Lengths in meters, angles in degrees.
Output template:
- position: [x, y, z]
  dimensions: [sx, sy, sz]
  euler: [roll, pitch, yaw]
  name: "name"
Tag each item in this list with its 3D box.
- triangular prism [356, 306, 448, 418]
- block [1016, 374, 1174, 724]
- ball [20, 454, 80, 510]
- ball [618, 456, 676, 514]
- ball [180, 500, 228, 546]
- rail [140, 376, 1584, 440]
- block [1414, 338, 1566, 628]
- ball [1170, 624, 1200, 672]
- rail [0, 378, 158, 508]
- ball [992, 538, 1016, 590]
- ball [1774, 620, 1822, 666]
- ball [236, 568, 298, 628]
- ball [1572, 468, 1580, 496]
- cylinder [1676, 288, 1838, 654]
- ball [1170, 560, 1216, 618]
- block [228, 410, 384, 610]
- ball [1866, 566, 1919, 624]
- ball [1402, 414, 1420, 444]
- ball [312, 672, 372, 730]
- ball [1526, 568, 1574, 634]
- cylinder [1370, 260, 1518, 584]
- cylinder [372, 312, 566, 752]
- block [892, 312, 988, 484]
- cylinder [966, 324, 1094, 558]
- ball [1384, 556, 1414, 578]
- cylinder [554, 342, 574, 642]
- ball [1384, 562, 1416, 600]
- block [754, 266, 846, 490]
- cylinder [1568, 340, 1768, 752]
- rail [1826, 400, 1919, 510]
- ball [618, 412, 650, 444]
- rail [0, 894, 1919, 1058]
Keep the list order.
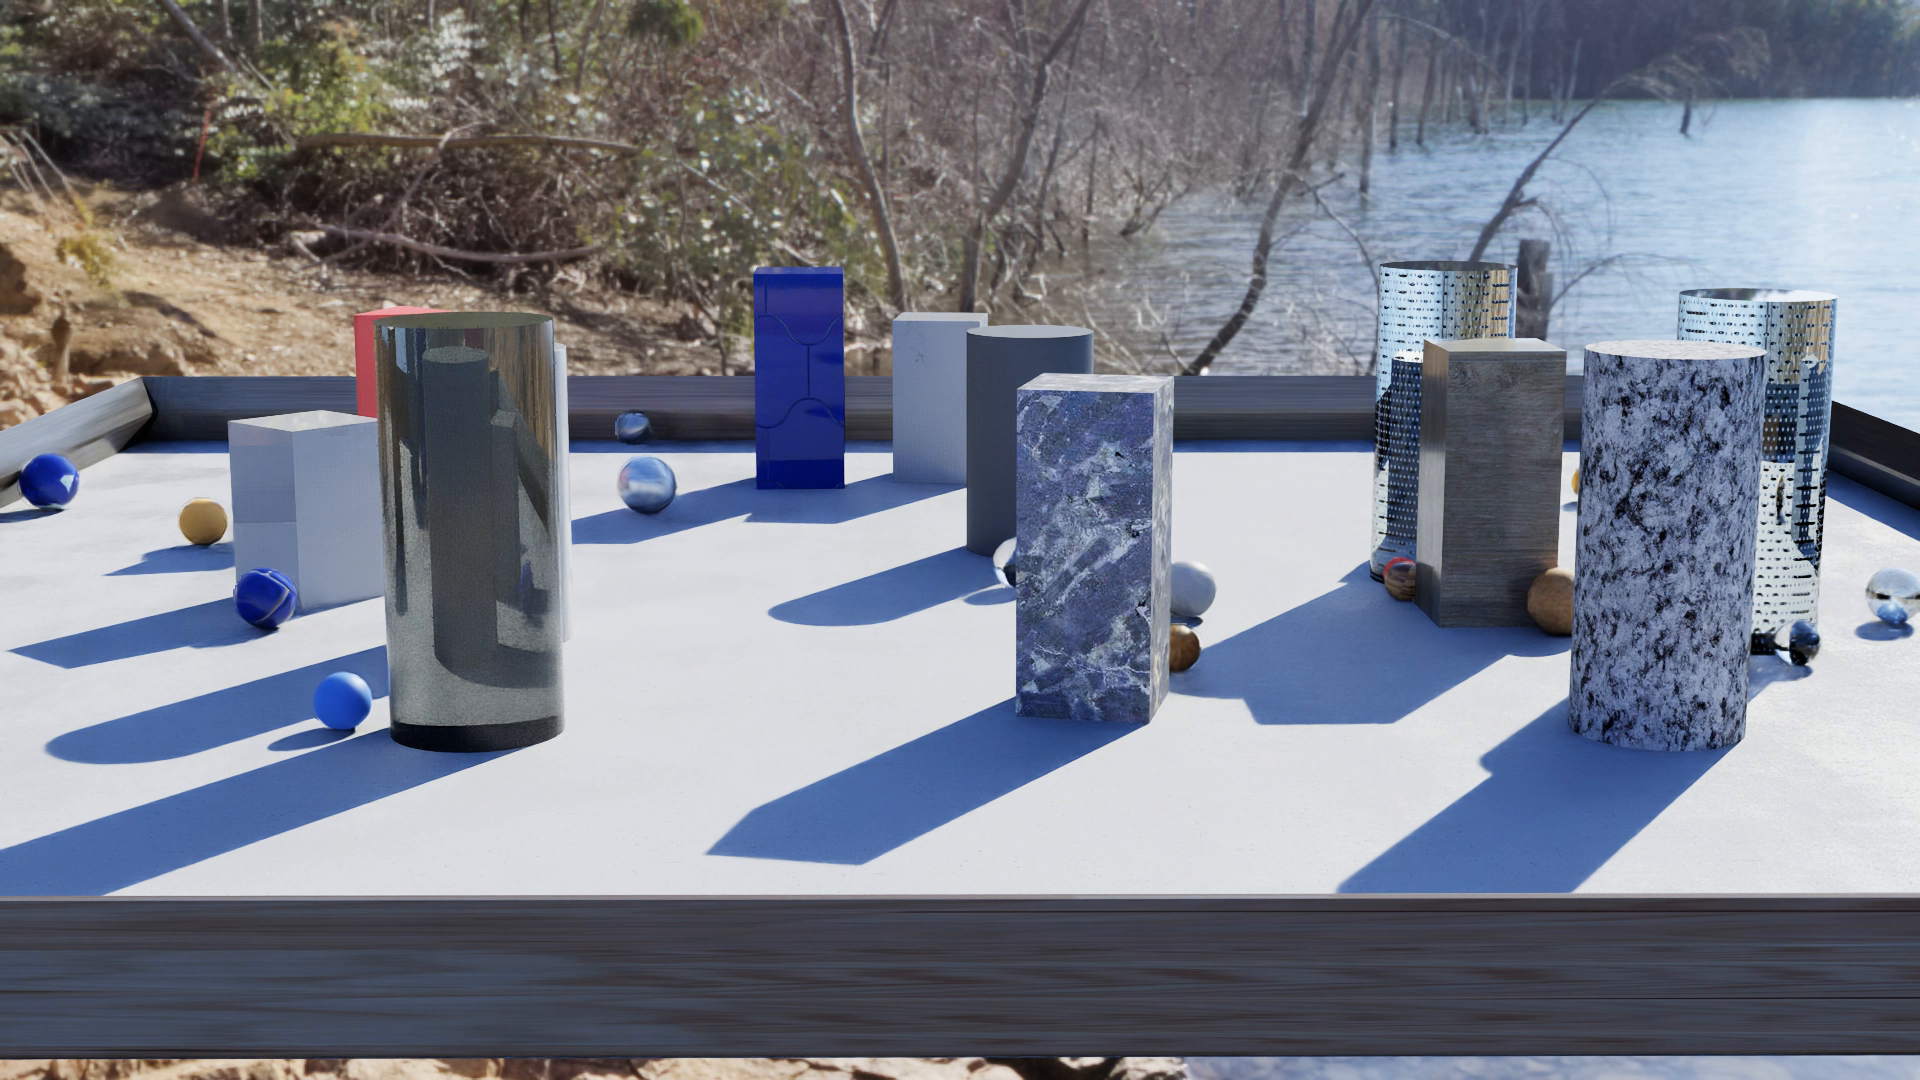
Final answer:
- position: [-0.900, -0.211, 4.196]
  dimensions: [0.165, 0.331, 0.143]
  euler: [-3, 11, -15]
  name: "triangular prism"
- position: [0.154, 0.006, 2.918]
  dimensions: [0.152, 0.371, 0.152]
  euler: [2, 11, 13]
  name: "block"
- position: [-1.497, -0.096, 4.220]
  dimensions: [0.094, 0.094, 0.094]
  euler: [0, 11, 0]
  name: "ball"
- position: [-0.510, -0.089, 4.182]
  dimensions: [0.095, 0.095, 0.095]
  euler: [0, 11, 0]
  name: "ball"
- position: [-1.154, -0.027, 3.914]
  dimensions: [0.071, 0.071, 0.071]
  euler: [0, 11, 0]
  name: "ball"
- position: [-0.009, -0.254, 4.984]
  dimensions: [3.169, 0.124, 0.045]
  euler: [0, 11, 0]
  name: "rail"
- position: [0.699, -0.078, 3.393]
  dimensions: [0.152, 0.362, 0.152]
  euler: [0, 11, -2]
  name: "block"
- position: [0.262, 0.131, 3.102]
  dimensions: [0.058, 0.058, 0.058]
  euler: [0, 11, 0]
  name: "ball"
- position: [-1.561, 0.033, 3.440]
  dimensions: [0.045, 0.124, 3.170]
  euler: [0, 11, 0]
  name: "rail"
- position: [0.082, 0.032, 3.587]
  dimensions: [0.074, 0.074, 0.074]
  euler: [0, 11, 0]
  name: "ball"
- position: [1.024, 0.126, 3.136]
  dimensions: [0.055, 0.055, 0.055]
  euler: [0, 11, 0]
  name: "ball"
- position: [-0.903, 0.077, 3.340]
  dimensions: [0.078, 0.078, 0.078]
  euler: [0, 11, 0]
  name: "ball"
- position: [1.059, -0.097, 4.304]
  dimensions: [0.065, 0.065, 0.065]
  euler: [0, 11, 0]
  name: "ball"
- position: [0.998, -0.091, 3.250]
  dimensions: [0.190, 0.440, 0.190]
  euler: [0, 11, 0]
  name: "cylinder"
- position: [0.302, 0.065, 3.404]
  dimensions: [0.078, 0.078, 0.078]
  euler: [0, 11, 0]
  name: "ball"
- position: [-0.893, -0.044, 3.534]
  dimensions: [0.152, 0.243, 0.152]
  euler: [9, 14, 41]
  name: "block"
- position: [1.230, 0.072, 3.374]
  dimensions: [0.075, 0.075, 0.075]
  euler: [0, 11, 0]
  name: "ball"
- position: [0.885, -0.215, 4.962]
  dimensions: [0.056, 0.056, 0.056]
  euler: [0, 11, 0]
  name: "ball"
- position: [-0.682, 0.178, 2.835]
  dimensions: [0.064, 0.064, 0.064]
  euler: [0, 11, 0]
  name: "ball"
- position: [0.773, 0.079, 3.304]
  dimensions: [0.087, 0.087, 0.087]
  euler: [0, 11, 0]
  name: "ball"
- position: [0.683, -0.165, 3.632]
  dimensions: [0.190, 0.445, 0.190]
  euler: [0, 11, 0]
  name: "cylinder"
- position: [-0.532, -0.013, 2.794]
  dimensions: [0.190, 0.454, 0.190]
  euler: [0, 11, 0]
  name: "cylinder"
- position: [-0.034, -0.253, 4.544]
  dimensions: [0.152, 0.285, 0.152]
  euler: [1, 11, 6]
  name: "block"
- position: [0.105, -0.150, 3.868]
  dimensions: [0.190, 0.330, 0.190]
  euler: [0, 11, 0]
  name: "cylinder"
- position: [0.614, 0.048, 3.573]
  dimensions: [0.049, 0.049, 0.049]
  euler: [0, 11, 0]
  name: "ball"
- position: [-0.592, -0.059, 3.263]
  dimensions: [0.190, 0.372, 0.190]
  euler: [0, 11, 0]
  name: "cylinder"
- position: [0.609, 0.056, 3.518]
  dimensions: [0.053, 0.053, 0.053]
  euler: [0, 11, 0]
  name: "ball"
- position: [-0.278, -0.284, 4.476]
  dimensions: [0.152, 0.371, 0.152]
  euler: [0, 11, -2]
  name: "block"
- position: [0.771, 0.002, 2.804]
  dimensions: [0.190, 0.421, 0.190]
  euler: [0, 11, 0]
  name: "cylinder"
- position: [1.561, 0.030, 3.458]
  dimensions: [0.045, 0.124, 3.170]
  euler: [0, 11, 0]
  name: "rail"
- position: [-0.628, -0.215, 4.943]
  dimensions: [0.063, 0.063, 0.063]
  euler: [0, 11, 0]
  name: "ball"
- position: [0.009, 0.318, 1.914]
  dimensions: [3.169, 0.124, 0.045]
  euler: [0, 11, 0]
  name: "rail"
